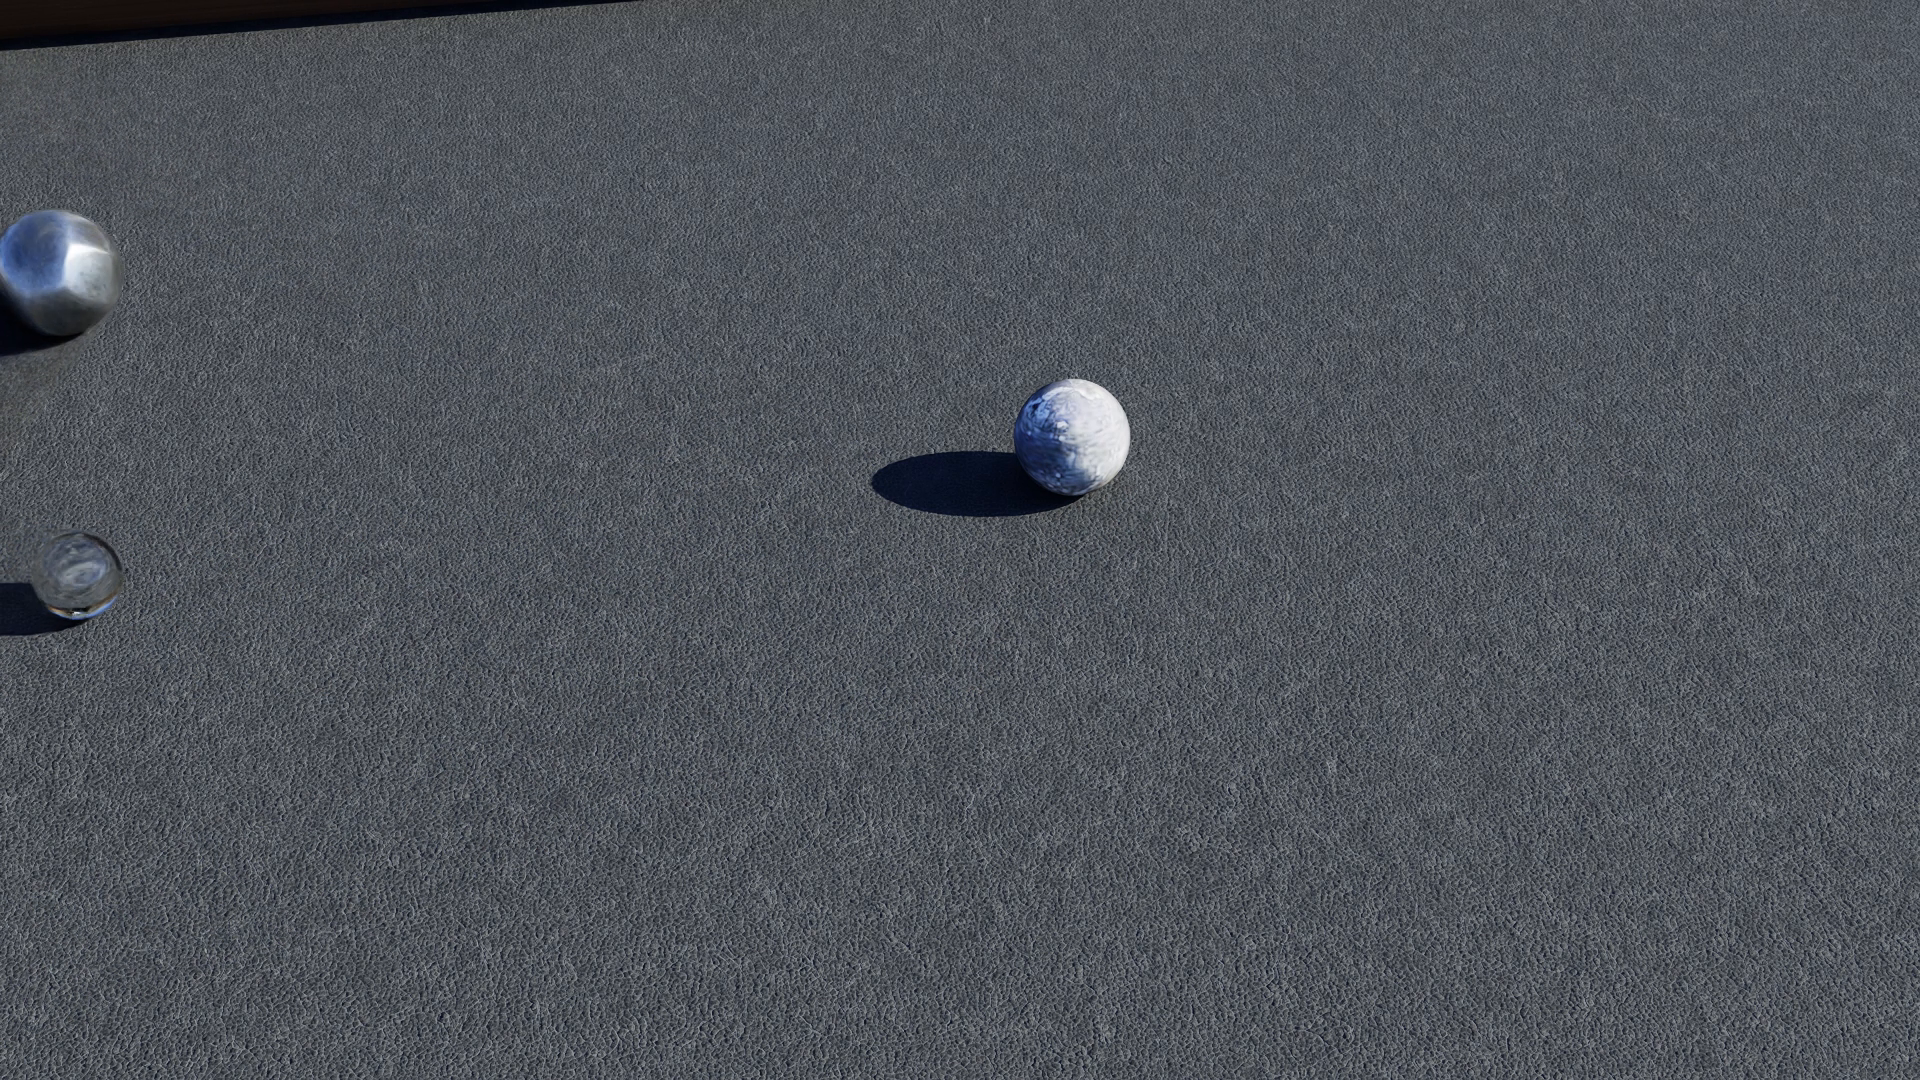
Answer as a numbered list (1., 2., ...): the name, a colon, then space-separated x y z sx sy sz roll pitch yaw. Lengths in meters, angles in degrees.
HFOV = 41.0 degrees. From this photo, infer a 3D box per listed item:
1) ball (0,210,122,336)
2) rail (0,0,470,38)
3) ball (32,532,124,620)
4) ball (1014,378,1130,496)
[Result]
1. ball: -0.635 -0.187 1.801 0.088 0.088 0.088 0 36 0
2. rail: 0.615 -0.627 2.376 3.176 0.115 0.045 -6 37 -9
3. ball: -0.532 0.022 1.547 0.053 0.053 0.053 0 36 0
4. ball: 0.072 -0.066 1.647 0.075 0.075 0.075 0 36 0
